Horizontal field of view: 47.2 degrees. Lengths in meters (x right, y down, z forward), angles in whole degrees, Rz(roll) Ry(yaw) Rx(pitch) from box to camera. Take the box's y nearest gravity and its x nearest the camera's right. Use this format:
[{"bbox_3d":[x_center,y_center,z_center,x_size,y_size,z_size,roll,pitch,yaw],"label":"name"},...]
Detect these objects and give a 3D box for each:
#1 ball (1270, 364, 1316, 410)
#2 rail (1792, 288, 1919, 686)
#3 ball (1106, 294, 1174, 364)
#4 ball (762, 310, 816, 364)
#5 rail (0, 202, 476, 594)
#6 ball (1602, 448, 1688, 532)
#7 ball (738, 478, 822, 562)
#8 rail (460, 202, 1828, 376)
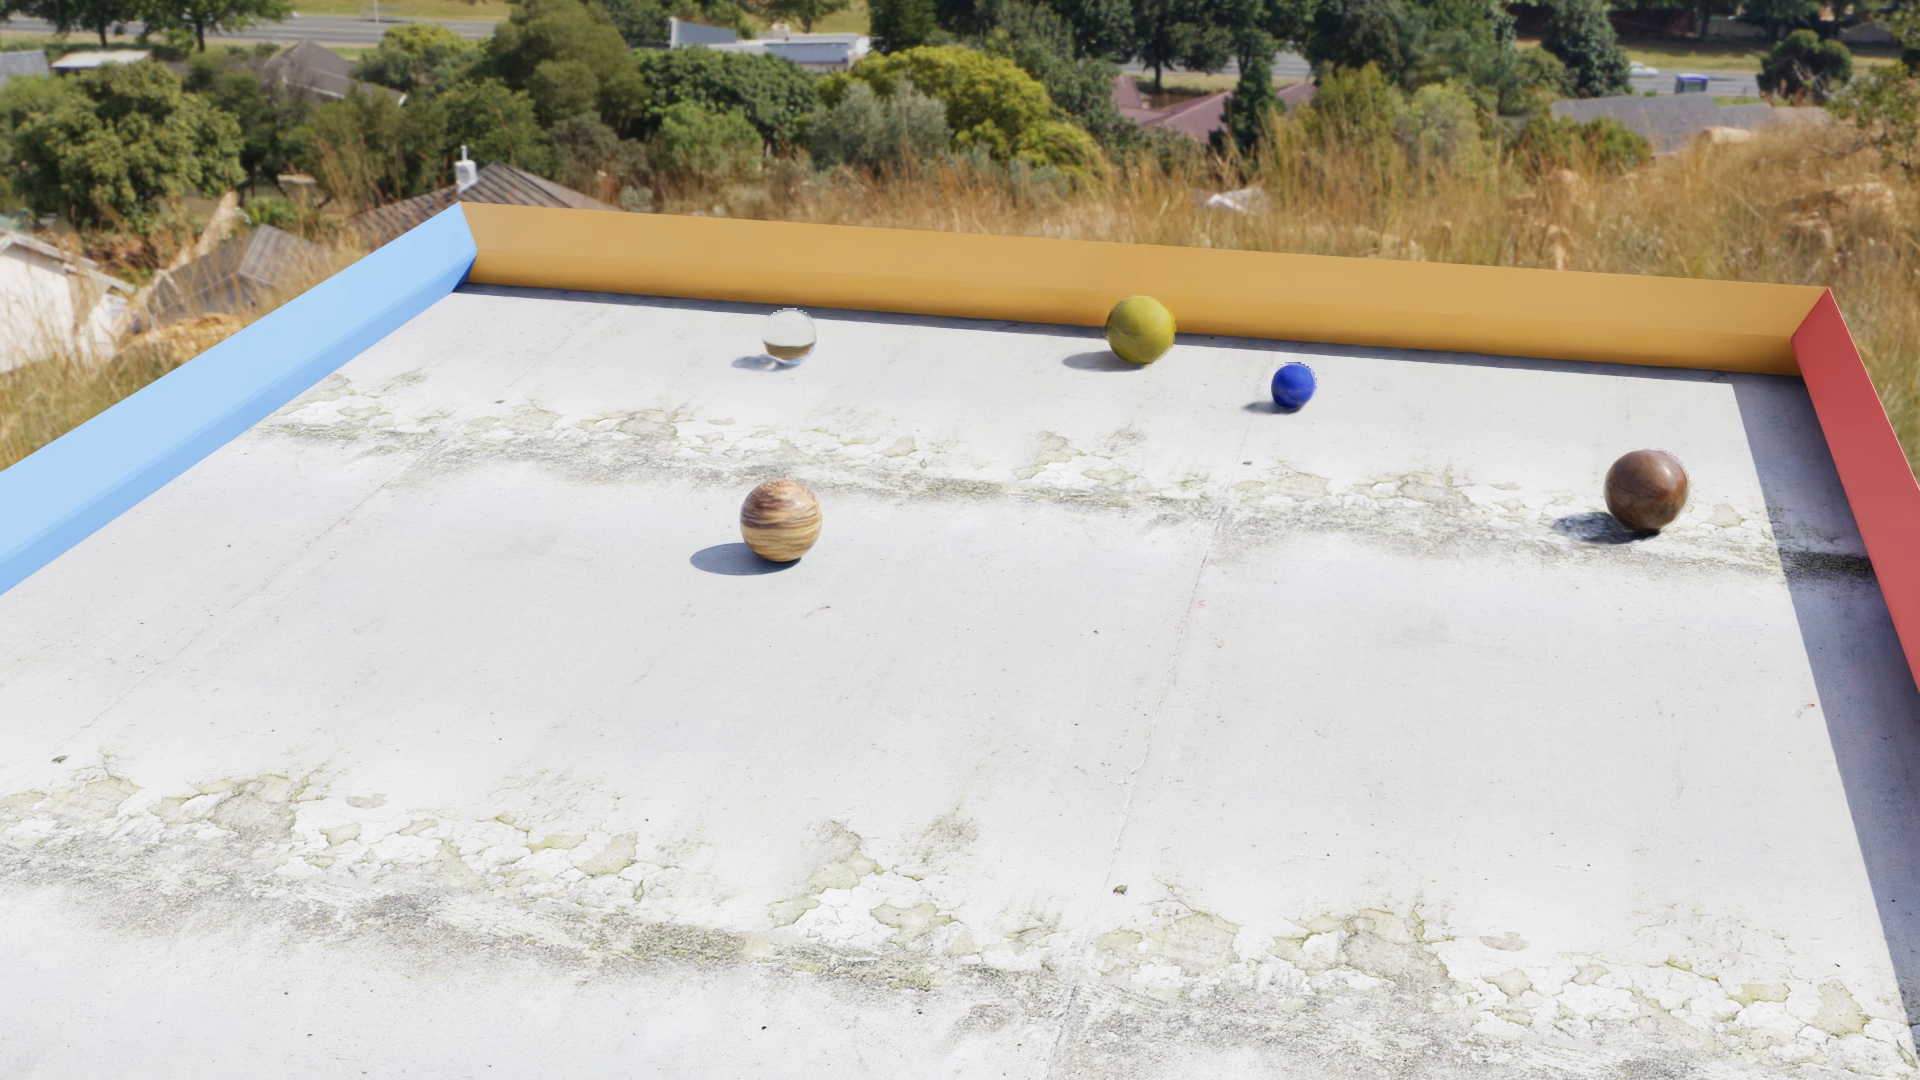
[{"bbox_3d":[0.440,-0.203,2.911,0.060,0.060,0.060,0,24,0],"label":"ball"},{"bbox_3d":[0.752,0.421,1.394,0.045,0.127,3.634,5,24,12],"label":"rail"},{"bbox_3d":[0.252,-0.295,3.077,0.096,0.096,0.096,0,24,0],"label":"ball"},{"bbox_3d":[-0.238,-0.283,3.076,0.075,0.075,0.075,0,24,0],"label":"ball"},{"bbox_3d":[-1.159,0.246,1.796,0.045,0.127,3.634,5,24,12],"label":"rail"},{"bbox_3d":[0.790,-0.058,2.534,0.095,0.095,0.095,0,24,0],"label":"ball"},{"bbox_3d":[-0.200,-0.022,2.454,0.093,0.093,0.093,0,24,0],"label":"ball"},{"bbox_3d":[0.198,-0.366,3.198,2.008,0.127,0.045,5,24,12],"label":"rail"}]
